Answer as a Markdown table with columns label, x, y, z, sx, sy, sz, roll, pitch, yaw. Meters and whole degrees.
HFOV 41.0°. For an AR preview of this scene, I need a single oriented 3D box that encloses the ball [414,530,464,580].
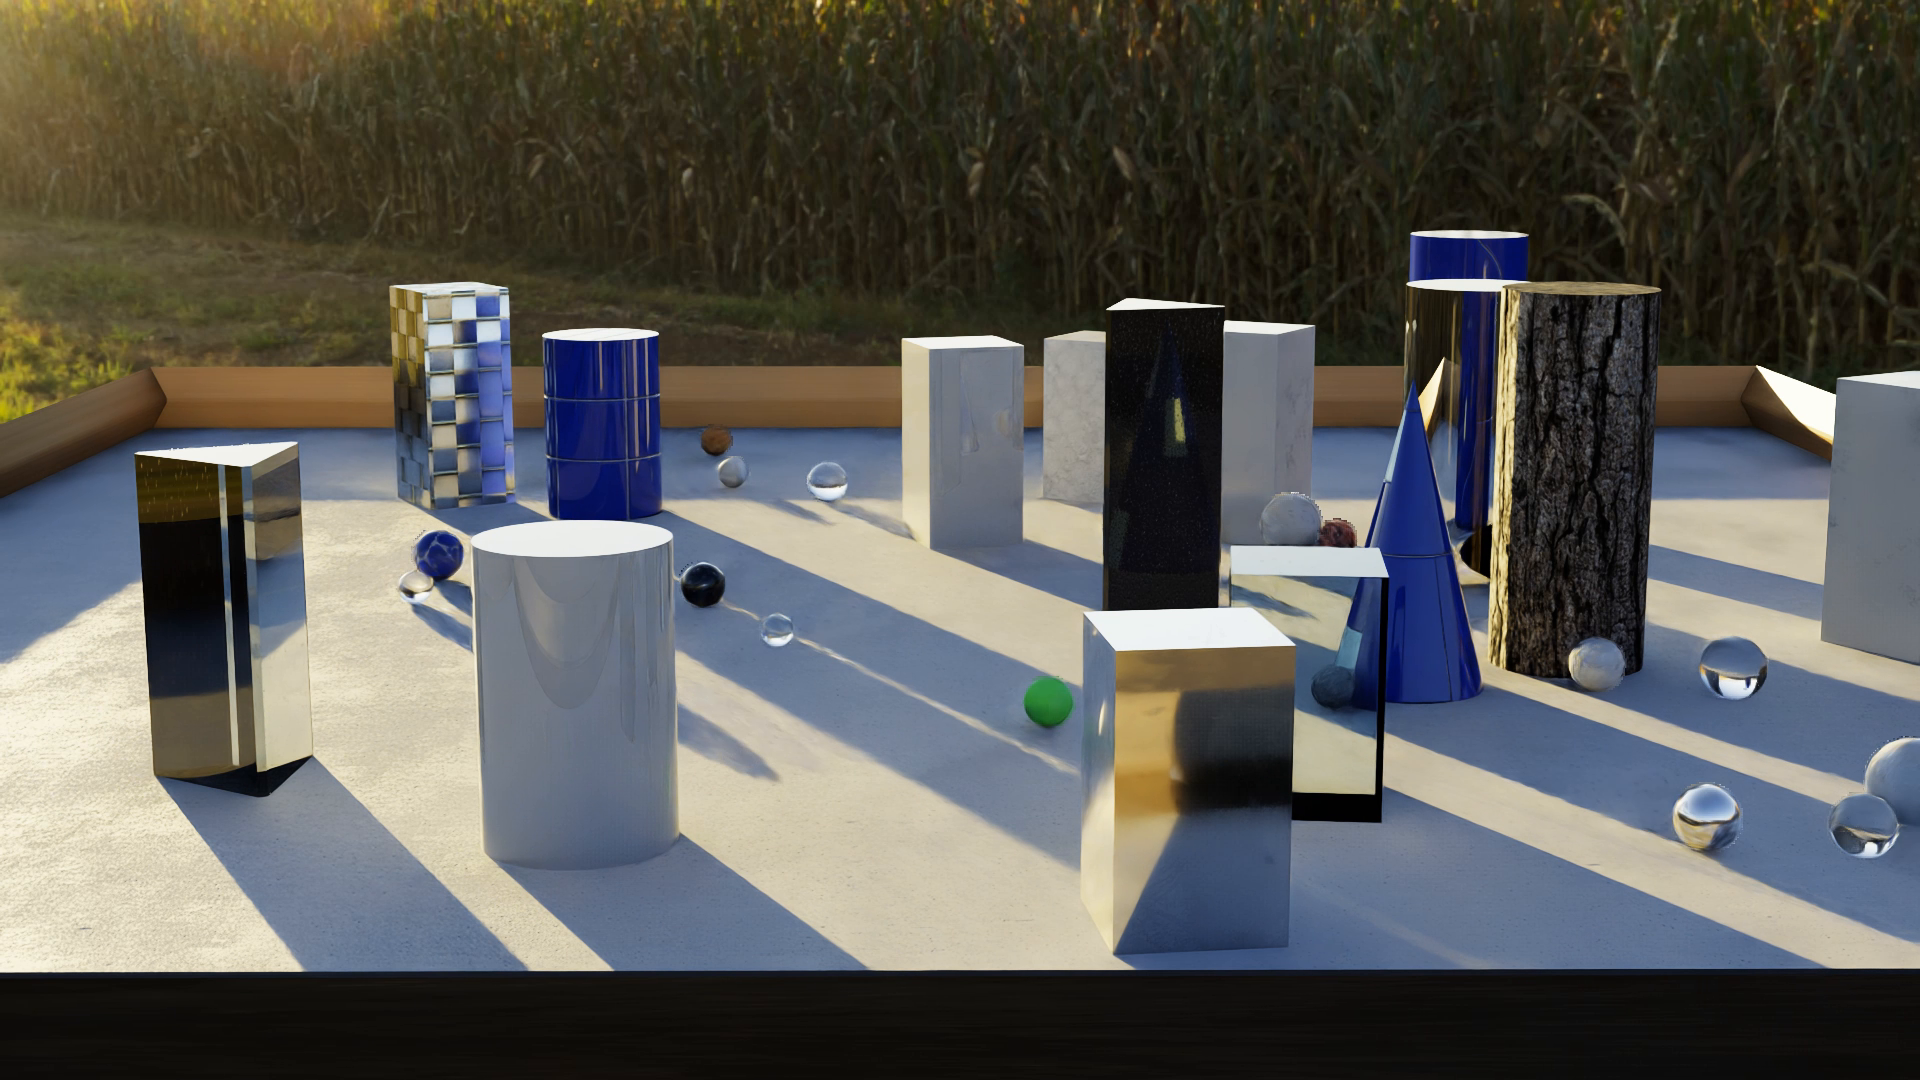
| label | x | y | z | sx | sy | sz | roll | pitch | yaw |
| --- | --- | --- | --- | --- | --- | --- | --- | --- | --- |
| ball | -0.740 | 0.021 | 3.644 | 0.072 | 0.072 | 0.072 | 0 | 11 | 0 |

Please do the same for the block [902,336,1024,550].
| label | x | y | z | sx | sy | sz | roll | pitch | yaw |
| --- | --- | --- | --- | --- | --- | --- | --- | --- | --- |
| block | 0.003 | -0.152 | 3.938 | 0.149 | 0.304 | 0.149 | -3 | 11 | -17 |

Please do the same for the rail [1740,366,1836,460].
| label | x | y | z | sx | sy | sz | roll | pitch | yaw |
| --- | --- | --- | --- | --- | --- | --- | --- | --- | --- |
| rail | 1.591 | 0.029 | 3.459 | 0.045 | 0.121 | 3.482 | 0 | 11 | 0 |

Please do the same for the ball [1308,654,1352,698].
| label | x | y | z | sx | sy | sz | roll | pitch | yaw |
| --- | --- | --- | --- | --- | --- | --- | --- | --- | --- |
| ball | 0.429 | 0.158 | 2.968 | 0.050 | 0.050 | 0.050 | 0 | 11 | 0 |

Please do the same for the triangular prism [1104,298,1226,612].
| label | x | y | z | sx | sy | sz | roll | pitch | yaw |
| --- | --- | --- | --- | --- | --- | --- | --- | --- | --- |
| triangular prism | 0.246 | -0.107 | 3.395 | 0.161 | 0.413 | 0.140 | -3 | 11 | -16 |

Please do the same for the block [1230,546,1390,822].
| label | x | y | z | sx | sy | sz | roll | pitch | yaw |
| --- | --- | --- | --- | --- | --- | --- | --- | --- | --- |
| block | 0.341 | 0.140 | 2.542 | 0.149 | 0.243 | 0.149 | 1 | 11 | 5 |

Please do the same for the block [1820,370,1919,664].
| label | x | y | z | sx | sy | sz | roll | pitch | yaw |
| --- | --- | --- | --- | --- | --- | --- | --- | --- | --- |
| block | 1.197 | -0.033 | 3.211 | 0.149 | 0.336 | 0.149 | -7 | 12 | -32 |

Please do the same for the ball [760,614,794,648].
| label | x | y | z | sx | sy | sz | roll | pitch | yaw |
| --- | --- | --- | --- | --- | --- | --- | --- | --- | --- |
| ball | -0.230 | 0.114 | 3.227 | 0.042 | 0.042 | 0.042 | 0 | 11 | 0 |

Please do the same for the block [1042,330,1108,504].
| label | x | y | z | sx | sy | sz | roll | pitch | yaw |
| --- | --- | --- | --- | --- | --- | --- | --- | --- | --- |
| block | 0.241 | -0.209 | 4.337 | 0.149 | 0.269 | 0.149 | 6 | 12 | 29 |

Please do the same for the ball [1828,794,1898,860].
| label | x | y | z | sx | sy | sz | roll | pitch | yaw |
| --- | --- | --- | --- | --- | --- | --- | --- | --- | --- |
| ball | 0.835 | 0.264 | 2.370 | 0.061 | 0.061 | 0.061 | 0 | 11 | 0 |

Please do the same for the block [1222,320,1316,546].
| label | x | y | z | sx | sy | sz | roll | pitch | yaw |
| --- | --- | --- | --- | --- | --- | --- | --- | --- | --- |
| block | 0.446 | -0.166 | 3.956 | 0.149 | 0.324 | 0.149 | 6 | 12 | 29 |

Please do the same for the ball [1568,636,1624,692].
| label | x | y | z | sx | sy | sz | roll | pitch | yaw |
| --- | --- | --- | --- | --- | --- | --- | --- | --- | --- |
| ball | 0.744 | 0.145 | 3.001 | 0.064 | 0.064 | 0.064 | 0 | 11 | 0 |

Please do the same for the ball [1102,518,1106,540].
| label | x | y | z | sx | sy | sz | roll | pitch | yaw |
| --- | --- | --- | --- | --- | --- | --- | --- | --- | --- |
| ball | 0.245 | -0.016 | 3.866 | 0.062 | 0.062 | 0.062 | 0 | 11 | 0 |

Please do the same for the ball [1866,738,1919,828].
| label | x | y | z | sx | sy | sz | roll | pitch | yaw |
| --- | --- | --- | --- | --- | --- | --- | --- | --- | --- |
| ball | 0.916 | 0.233 | 2.468 | 0.086 | 0.086 | 0.086 | 0 | 11 | 0 |

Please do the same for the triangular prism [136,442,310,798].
| label | x | y | z | sx | sy | sz | roll | pitch | yaw |
| --- | --- | --- | --- | --- | --- | --- | --- | --- | --- |
| triangular prism | -0.728 | 0.074 | 2.641 | 0.161 | 0.336 | 0.140 | 7 | 13 | 32 |

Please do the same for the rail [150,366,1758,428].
| label | x | y | z | sx | sy | sz | roll | pitch | yaw |
| --- | --- | --- | --- | --- | --- | --- | --- | --- | --- |
| rail | -0.010 | -0.284 | 5.138 | 3.230 | 0.121 | 0.045 | 0 | 11 | 0 |

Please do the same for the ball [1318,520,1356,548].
| label | x | y | z | sx | sy | sz | roll | pitch | yaw |
| --- | --- | --- | --- | --- | --- | --- | --- | --- | --- |
| ball | 0.558 | 0.000 | 3.799 | 0.056 | 0.056 | 0.056 | 0 | 11 | 0 |

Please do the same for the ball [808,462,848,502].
| label | x | y | z | sx | sy | sz | roll | pitch | yaw |
| --- | --- | --- | --- | --- | --- | --- | --- | --- | --- |
| ball | -0.221 | -0.097 | 4.288 | 0.067 | 0.067 | 0.067 | 0 | 11 | 0 |

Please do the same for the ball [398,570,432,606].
| label | x | y | z | sx | sy | sz | roll | pitch | yaw |
| --- | --- | --- | --- | --- | --- | --- | --- | --- | --- |
| ball | -0.739 | 0.065 | 3.477 | 0.046 | 0.046 | 0.046 | 0 | 11 | 0 |

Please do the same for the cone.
| label | x | y | z | sx | sy | sz | roll | pitch | yaw |
| --- | --- | --- | --- | --- | --- | --- | --- | --- | --- |
| cone | 0.525 | -0.009 | 3.001 | 0.186 | 0.365 | 0.186 | 0 | 11 | 0 |

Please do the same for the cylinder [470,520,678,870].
| label | x | y | z | sx | sy | sz | roll | pitch | yaw |
| --- | --- | --- | --- | --- | --- | --- | --- | --- | --- |
| cylinder | -0.359 | 0.141 | 2.403 | 0.186 | 0.291 | 0.186 | 0 | 11 | 0 |

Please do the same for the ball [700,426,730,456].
| label | x | y | z | sx | sy | sz | roll | pitch | yaw |
| --- | --- | --- | --- | --- | --- | --- | --- | --- | --- |
| ball | -0.457 | -0.186 | 4.793 | 0.056 | 0.056 | 0.056 | 0 | 11 | 0 |

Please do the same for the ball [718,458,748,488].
| label | x | y | z | sx | sy | sz | roll | pitch | yaw |
| --- | --- | --- | --- | --- | --- | --- | --- | --- | --- |
| ball | -0.392 | -0.117 | 4.432 | 0.052 | 0.052 | 0.052 | 0 | 11 | 0 |

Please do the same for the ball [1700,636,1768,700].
| label | x | y | z | sx | sy | sz | roll | pitch | yaw |
| --- | --- | --- | --- | --- | --- | --- | --- | --- | --- |
| ball | 0.891 | 0.147 | 2.957 | 0.075 | 0.075 | 0.075 | 0 | 11 | 0 |

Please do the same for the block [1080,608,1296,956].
| label | x | y | z | sx | sy | sz | roll | pitch | yaw |
| --- | --- | --- | --- | --- | --- | --- | --- | --- | --- |
| block | 0.190 | 0.201 | 2.175 | 0.149 | 0.258 | 0.149 | -1 | 11 | -7 |

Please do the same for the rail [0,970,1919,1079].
| label | x | y | z | sx | sy | sz | roll | pitch | yaw |
| --- | --- | --- | --- | --- | --- | --- | --- | --- | --- |
| rail | 0.010 | 0.347 | 1.762 | 3.230 | 0.121 | 0.045 | 0 | 11 | 0 |

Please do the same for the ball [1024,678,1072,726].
| label | x | y | z | sx | sy | sz | roll | pitch | yaw |
| --- | --- | --- | --- | --- | --- | --- | --- | --- | --- |
| ball | 0.098 | 0.179 | 2.843 | 0.054 | 0.054 | 0.054 | 0 | 11 | 0 |

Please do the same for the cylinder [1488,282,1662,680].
| label | x | y | z | sx | sy | sz | roll | pitch | yaw |
| --- | --- | --- | --- | --- | --- | --- | --- | --- | --- |
| cylinder | 0.743 | -0.076 | 3.110 | 0.186 | 0.458 | 0.186 | 0 | 11 | 0 |

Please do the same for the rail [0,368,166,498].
| label | x | y | z | sx | sy | sz | roll | pitch | yaw |
| --- | --- | --- | --- | --- | --- | --- | --- | --- | --- |
| rail | -1.591 | 0.033 | 3.441 | 0.045 | 0.121 | 3.482 | 0 | 11 | 0 |

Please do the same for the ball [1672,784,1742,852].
| label | x | y | z | sx | sy | sz | roll | pitch | yaw |
| --- | --- | --- | --- | --- | --- | --- | --- | --- | --- |
| ball | 0.697 | 0.259 | 2.394 | 0.062 | 0.062 | 0.062 | 0 | 11 | 0 |

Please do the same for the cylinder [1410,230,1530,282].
| label | x | y | z | sx | sy | sz | roll | pitch | yaw |
| --- | --- | --- | --- | --- | --- | --- | --- | --- | --- |
| cylinder | 0.813 | -0.265 | 4.136 | 0.186 | 0.453 | 0.186 | 0 | 11 | 0 |

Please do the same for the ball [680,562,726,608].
| label | x | y | z | sx | sy | sz | roll | pitch | yaw |
| --- | --- | --- | --- | --- | --- | --- | --- | --- | --- |
| ball | -0.347 | 0.061 | 3.461 | 0.061 | 0.061 | 0.061 | 0 | 11 | 0 |

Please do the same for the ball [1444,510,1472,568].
| label | x | y | z | sx | sy | sz | roll | pitch | yaw |
| --- | --- | --- | --- | --- | --- | --- | --- | --- | --- |
| ball | 0.686 | 0.003 | 3.680 | 0.093 | 0.093 | 0.093 | 0 | 11 | 0 |

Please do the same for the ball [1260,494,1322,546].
| label | x | y | z | sx | sy | sz | roll | pitch | yaw |
| --- | --- | --- | --- | --- | --- | --- | --- | --- | --- |
| ball | 0.493 | -0.023 | 3.824 | 0.091 | 0.091 | 0.091 | 0 | 11 | 0 |

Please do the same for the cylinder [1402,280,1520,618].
| label | x | y | z | sx | sy | sz | roll | pitch | yaw |
| --- | --- | --- | --- | --- | --- | --- | --- | --- | --- |
| cylinder | 0.687 | -0.126 | 3.447 | 0.186 | 0.433 | 0.186 | 0 | 11 | 0 |

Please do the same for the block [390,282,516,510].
| label | x | y | z | sx | sy | sz | roll | pitch | yaw |
| --- | --- | --- | --- | --- | --- | --- | --- | --- | --- |
| block | -0.847 | -0.243 | 4.280 | 0.149 | 0.357 | 0.149 | -7 | 13 | -32 |

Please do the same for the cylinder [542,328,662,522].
| label | x | y | z | sx | sy | sz | roll | pitch | yaw |
| --- | --- | --- | --- | --- | --- | --- | --- | --- | --- |
| cylinder | -0.580 | -0.189 | 4.171 | 0.186 | 0.291 | 0.186 | 0 | 11 | 0 |
